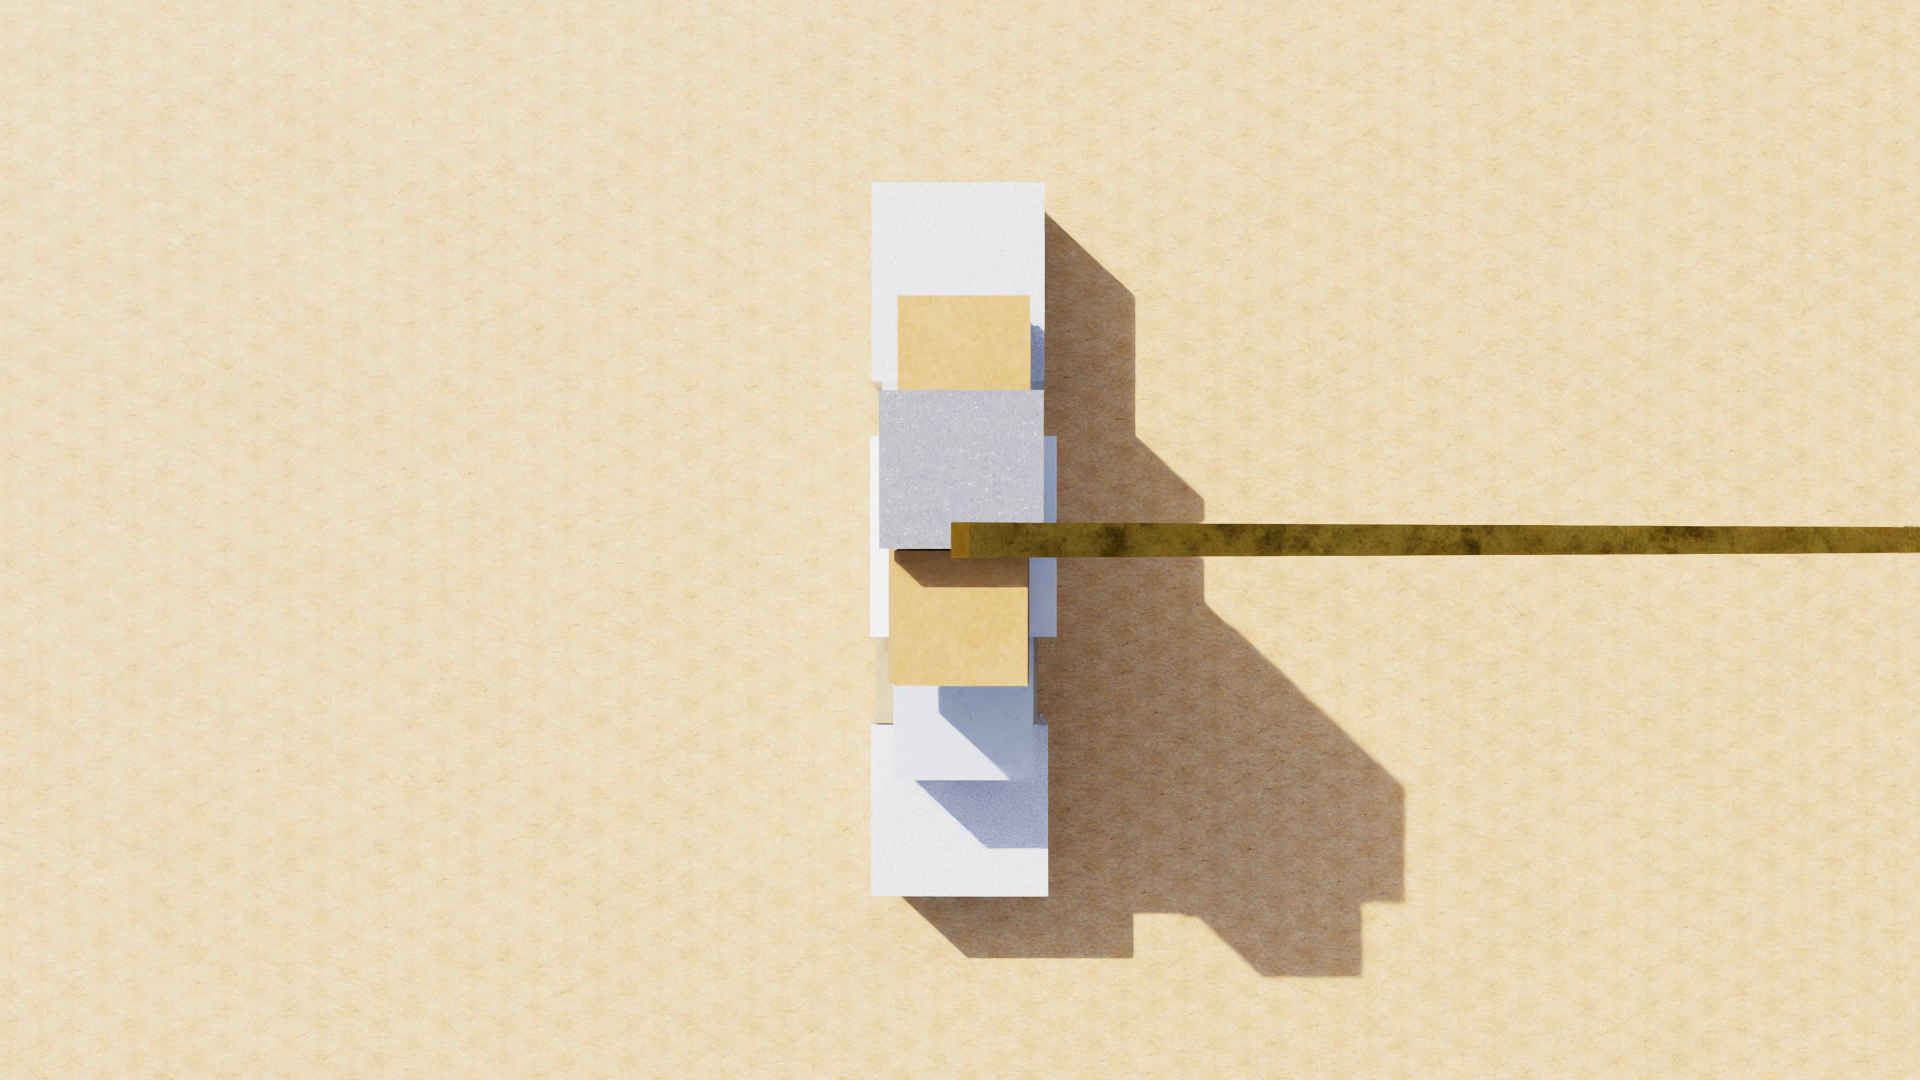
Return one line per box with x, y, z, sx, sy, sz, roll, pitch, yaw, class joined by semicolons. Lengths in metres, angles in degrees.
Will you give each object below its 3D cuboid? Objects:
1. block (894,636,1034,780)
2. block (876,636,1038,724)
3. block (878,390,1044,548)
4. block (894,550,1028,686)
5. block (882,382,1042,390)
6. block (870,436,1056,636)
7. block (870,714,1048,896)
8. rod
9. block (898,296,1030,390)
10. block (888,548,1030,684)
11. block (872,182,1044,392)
0.018;0.873;11.800;0.728;0.735;0.749;0;90;0;block
-0.019;0.569;12.584;0.896;0.832;0.889;0;90;0;block
0.005;-0.308;9.988;0.717;0.839;0.691;0;90;0;block
0.003;0.350;10.172;0.598;0.635;0.605;0;90;0;block
0.013;-0.376;12.514;0.880;0.973;0.981;0;90;0;block
0.017;-0.018;11.557;0.942;0.940;1.013;0;90;0;block
-0.003;1.498;12.592;0.981;0.816;0.950;0;90;0;block
2.212;0.000;6.308;5.200;0.080;0.080;0;90;-32;rod
0.020;-0.900;11.695;0.687;0.666;0.714;0;88;0;block
-0.005;0.346;10.788;0.672;0.598;0.679;0;90;0;block
-0.011;-1.425;12.567;0.955;0.866;1.097;0;90;0;block
